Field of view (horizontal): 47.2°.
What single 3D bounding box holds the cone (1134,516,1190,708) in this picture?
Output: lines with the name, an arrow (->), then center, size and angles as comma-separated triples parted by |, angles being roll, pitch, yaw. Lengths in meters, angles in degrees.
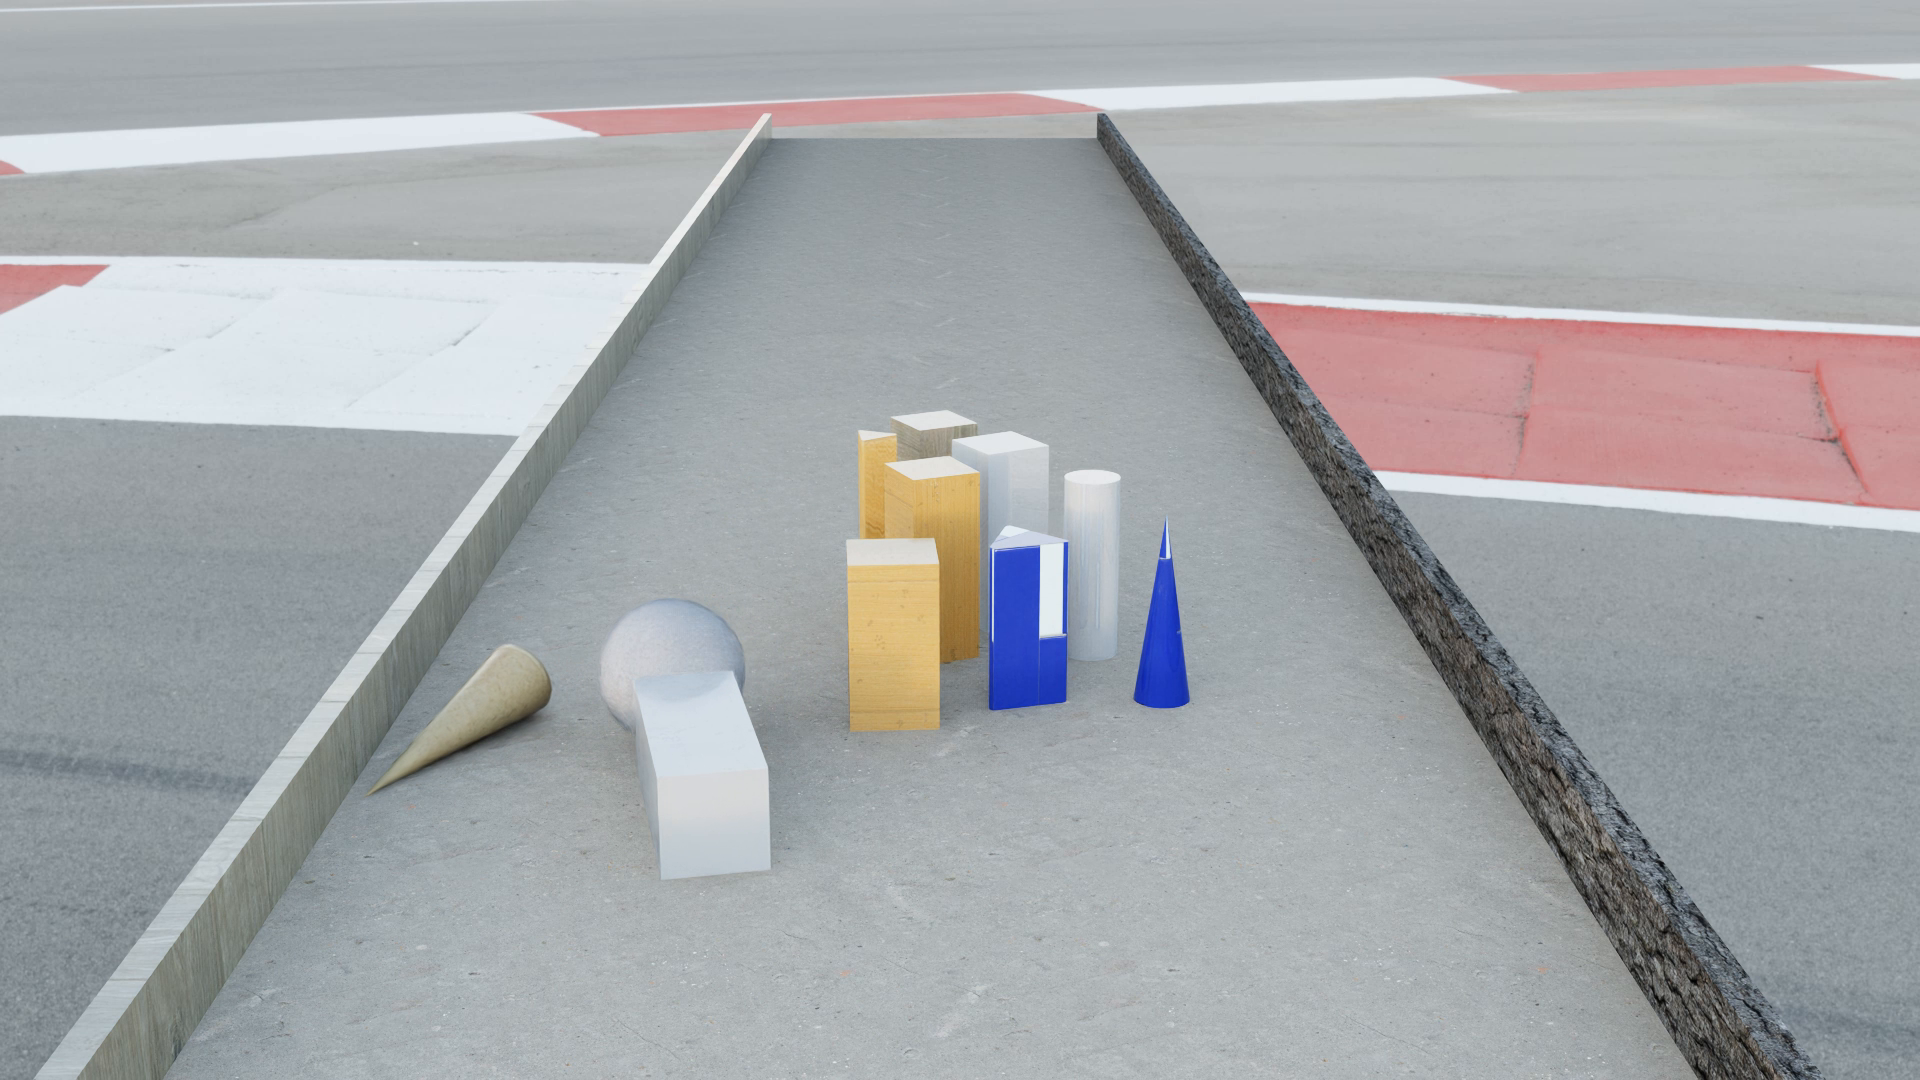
cone -> 0.386, 0.127, 4.156 | 0.108, 0.367, 0.108 | 0, 17, 0

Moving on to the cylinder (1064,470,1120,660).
cylinder -> 0.263, 0.051, 4.412 | 0.111, 0.367, 0.111 | 0, 17, 0

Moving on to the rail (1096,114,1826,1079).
rail -> 0.932, -0.844, 7.801 | 0.050, 0.150, 12.000 | 0, 17, -1

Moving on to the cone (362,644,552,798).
cone -> -0.921, 0.350, 3.928 | 0.141, 0.141, 0.456 | 8, 27, 25

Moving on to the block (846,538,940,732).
block -> -0.125, 0.174, 4.082 | 0.165, 0.319, 0.165 | -1, 17, -4

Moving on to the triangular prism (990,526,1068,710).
triangular prism -> 0.111, 0.144, 4.184 | 0.151, 0.319, 0.131 | -5, 17, -17

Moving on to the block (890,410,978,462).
block -> -0.057, -0.085, 4.866 | 0.141, 0.369, 0.141 | -9, 19, -27

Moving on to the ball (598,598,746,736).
ball -> -0.519, 0.237, 3.967 | 0.264, 0.264, 0.264 | 0, 17, 0

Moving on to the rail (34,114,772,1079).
rail -> -1.118, -0.838, 7.780 | 0.050, 0.150, 12.000 | 0, 17, -1

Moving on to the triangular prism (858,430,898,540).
triangular prism -> -0.189, -0.032, 4.642 | 0.087, 0.395, 0.075 | -12, 21, -36

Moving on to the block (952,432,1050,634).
block -> 0.083, -0.018, 4.615 | 0.146, 0.383, 0.146 | -10, 19, -29

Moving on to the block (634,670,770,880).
block -> -0.433, 0.380, 3.645 | 0.173, 0.173, 0.455 | -4, 17, -12

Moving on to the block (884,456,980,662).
block -> -0.056, 0.041, 4.412 | 0.143, 0.385, 0.143 | -8, 18, -24
